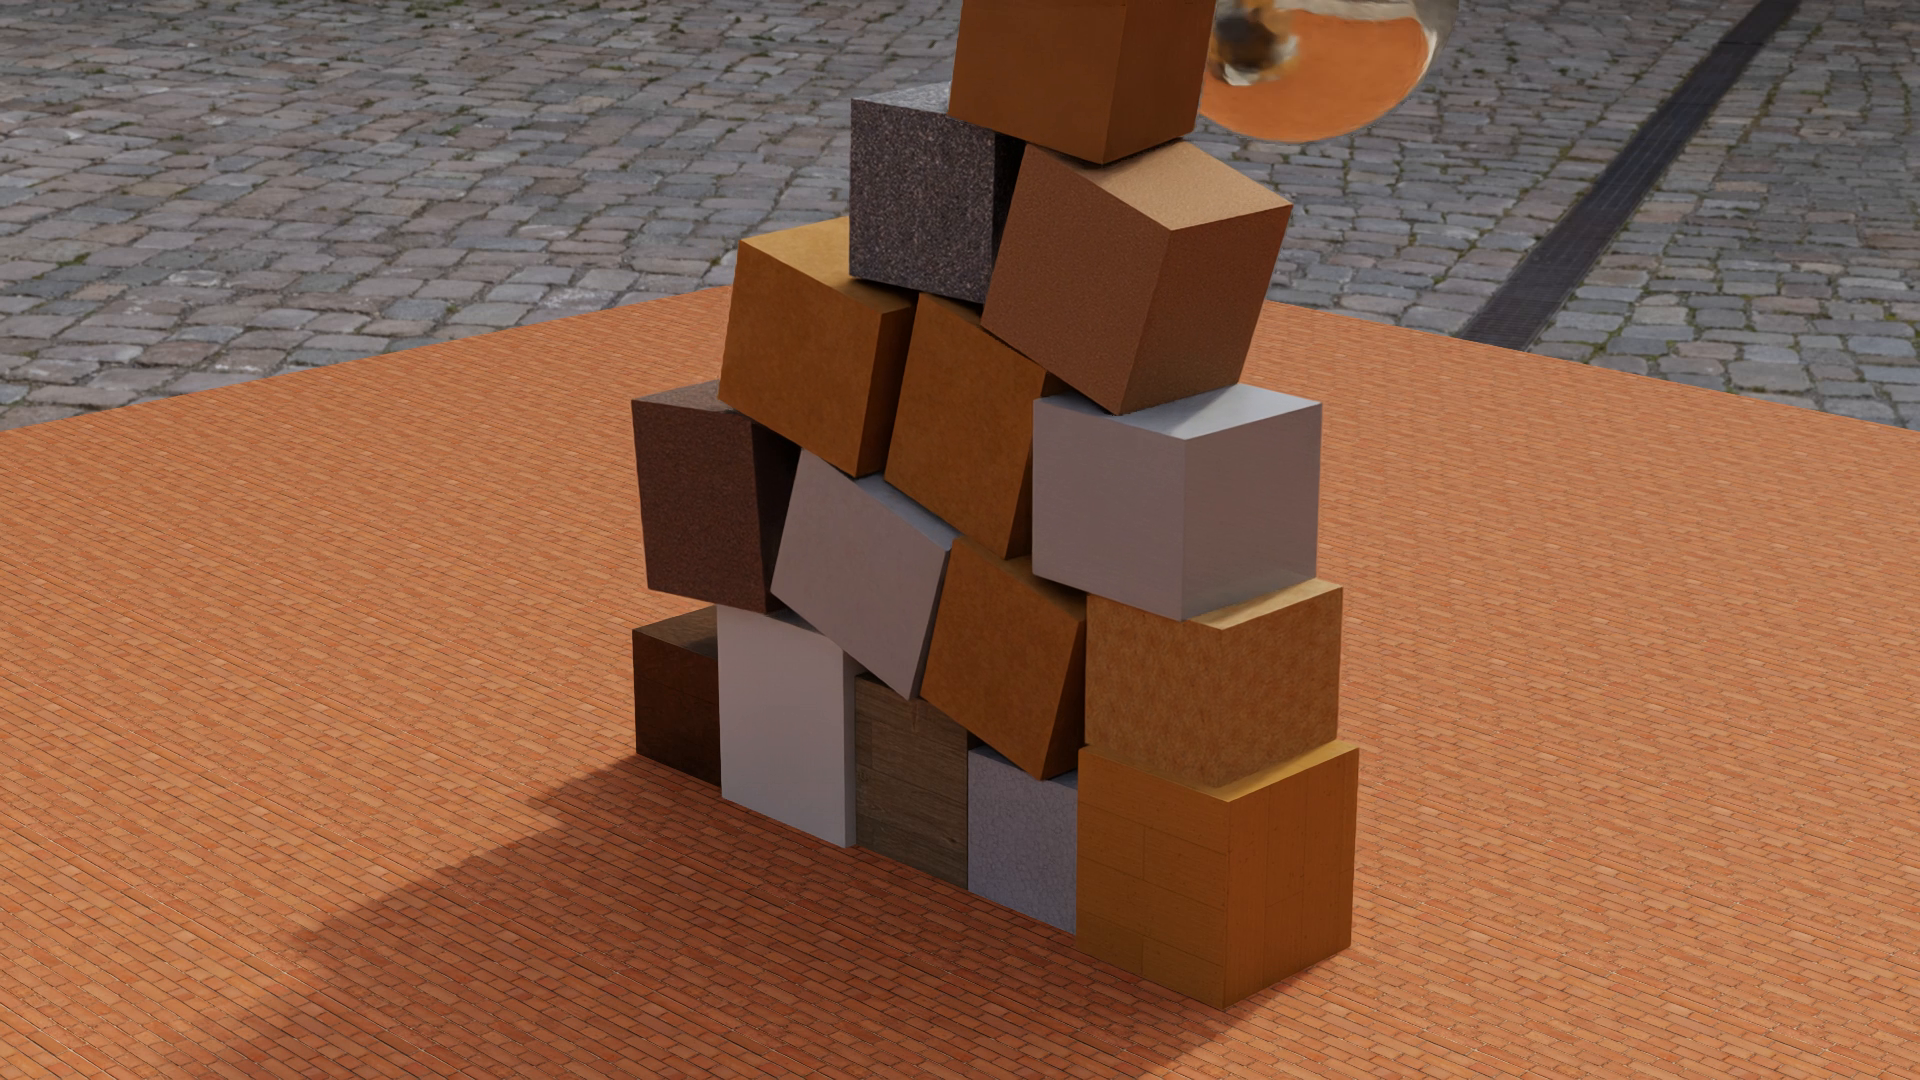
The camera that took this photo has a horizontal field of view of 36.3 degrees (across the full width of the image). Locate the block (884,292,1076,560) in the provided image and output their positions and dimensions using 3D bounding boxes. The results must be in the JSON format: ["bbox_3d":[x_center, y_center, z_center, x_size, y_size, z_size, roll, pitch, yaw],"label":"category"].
[{"bbox_3d":[0.296,-0.569,12.935,0.797,0.918,0.801,-15,38,-42],"label":"block"}]

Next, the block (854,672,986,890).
[{"bbox_3d":[0.030,1.030,13.660,0.732,0.843,0.735,-17,24,-42],"label":"block"}]

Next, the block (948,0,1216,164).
[{"bbox_3d":[0.523,-2.113,12.183,0.757,0.797,0.773,22,28,27],"label":"block"}]

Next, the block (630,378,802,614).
[{"bbox_3d":[-0.928,-0.260,14.194,0.859,0.943,0.905,10,19,43],"label":"block"}]

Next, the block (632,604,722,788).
[{"bbox_3d":[-1.137,0.769,14.788,0.704,0.666,0.734,-17,24,-42],"label":"block"}]

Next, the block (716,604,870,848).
[{"bbox_3d":[-0.554,0.775,14.170,0.840,1.024,0.888,-17,24,-42],"label":"block"}]

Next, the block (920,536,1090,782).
[{"bbox_3d":[0.447,0.434,12.985,0.817,0.809,0.769,-17,39,-43],"label":"block"}]

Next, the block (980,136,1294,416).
[{"bbox_3d":[0.730,-1.151,12.273,0.776,0.852,0.827,-17,42,-43],"label":"block"}]

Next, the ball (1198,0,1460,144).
[{"bbox_3d":[1.623,-2.725,14.186,1.600,1.600,1.600,0,17,0],"label":"ball"}]

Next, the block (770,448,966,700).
[{"bbox_3d":[-0.132,0.042,13.534,0.966,0.798,0.973,-17,42,-42],"label":"block"}]

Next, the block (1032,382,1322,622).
[{"bbox_3d":[0.908,-0.213,12.348,0.842,0.767,0.862,-16,23,-41],"label":"block"}]

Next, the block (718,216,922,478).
[{"bbox_3d":[-0.435,-0.918,13.450,0.907,0.795,0.880,30,32,34],"label":"block"}]

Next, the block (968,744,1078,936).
[{"bbox_3d":[0.549,1.270,13.167,0.702,0.682,0.744,-17,24,-42],"label":"block"}]

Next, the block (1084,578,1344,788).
[{"bbox_3d":[1.072,0.528,12.416,0.735,0.689,0.793,17,24,42],"label":"block"}]

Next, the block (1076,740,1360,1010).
[{"bbox_3d":[1.100,1.325,12.580,0.826,0.928,0.866,17,24,42],"label":"block"}]

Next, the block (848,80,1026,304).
[{"bbox_3d":[0.052,-1.541,12.888,0.798,0.785,0.716,15,23,36],"label":"block"}]
